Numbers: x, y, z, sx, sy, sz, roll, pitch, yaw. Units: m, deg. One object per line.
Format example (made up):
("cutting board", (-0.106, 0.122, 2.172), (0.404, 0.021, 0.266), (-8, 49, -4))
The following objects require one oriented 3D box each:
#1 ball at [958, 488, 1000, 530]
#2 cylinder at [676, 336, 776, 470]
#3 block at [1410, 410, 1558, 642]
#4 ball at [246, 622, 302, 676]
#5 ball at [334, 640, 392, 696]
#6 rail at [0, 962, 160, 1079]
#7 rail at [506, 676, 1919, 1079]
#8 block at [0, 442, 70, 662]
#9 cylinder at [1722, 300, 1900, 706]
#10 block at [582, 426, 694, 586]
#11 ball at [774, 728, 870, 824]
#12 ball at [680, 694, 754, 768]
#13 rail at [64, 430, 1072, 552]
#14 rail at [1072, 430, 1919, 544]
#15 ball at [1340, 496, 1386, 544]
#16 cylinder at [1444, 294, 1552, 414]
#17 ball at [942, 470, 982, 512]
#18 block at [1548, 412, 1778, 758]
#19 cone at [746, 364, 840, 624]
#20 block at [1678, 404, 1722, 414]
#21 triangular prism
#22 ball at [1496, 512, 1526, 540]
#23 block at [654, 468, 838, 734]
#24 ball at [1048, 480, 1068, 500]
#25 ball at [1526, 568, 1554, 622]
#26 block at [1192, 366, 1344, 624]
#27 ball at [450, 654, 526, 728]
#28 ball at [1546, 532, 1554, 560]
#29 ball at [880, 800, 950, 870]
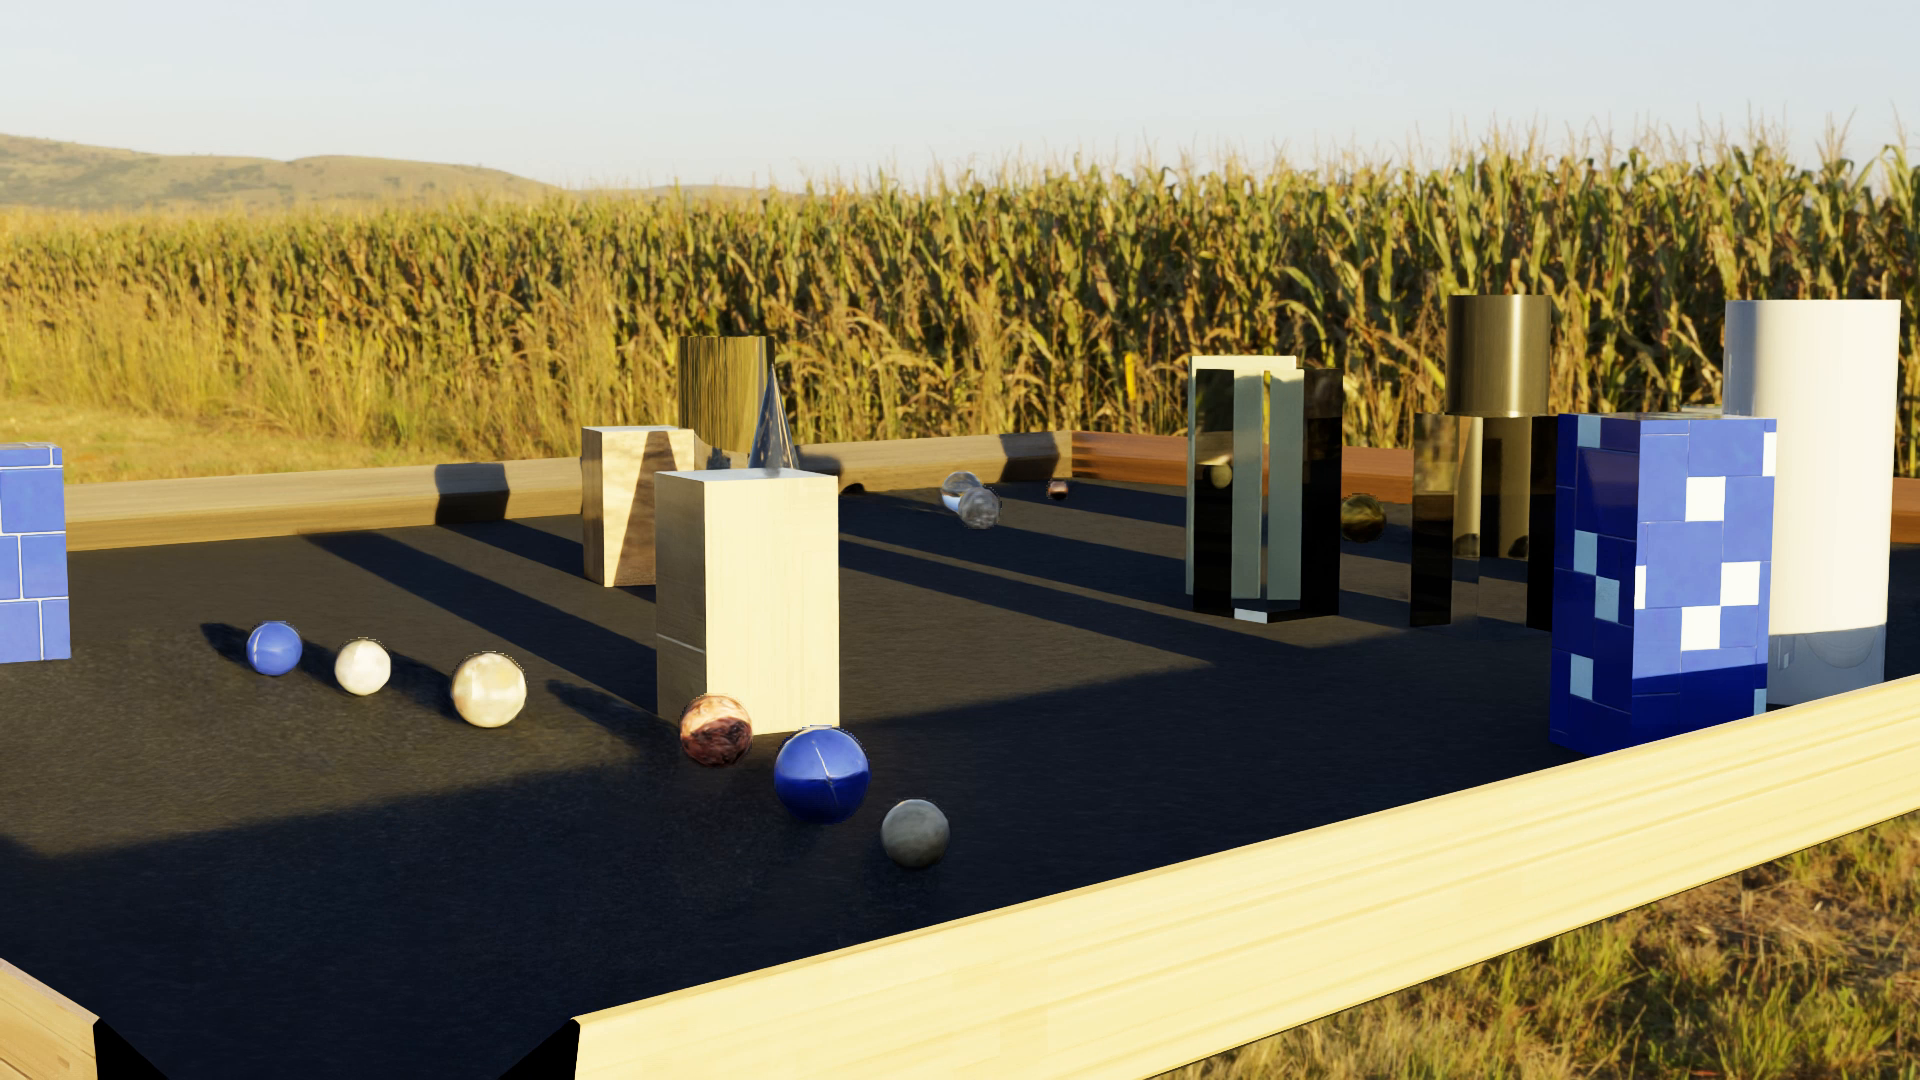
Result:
("ball", (0.039, -0.063, 4.407), (0.084, 0.084, 0.084), (0, 6, 0))
("cylinder", (-0.444, -0.194, 4.196), (0.186, 0.388, 0.186), (0, 6, 0))
("block", (0.726, -0.023, 3.014), (0.149, 0.299, 0.149), (-3, 7, -24))
("ball", (-0.829, 0.132, 2.658), (0.065, 0.065, 0.065), (0, 6, 0))
("ball", (-0.687, 0.147, 2.529), (0.063, 0.063, 0.063), (0, 6, 0))
("rail", (-1.362, 0.164, 2.083), (0.045, 0.121, 3.205), (-6, 8, -42))
("rail", (1.071, 0.154, 2.179), (3.753, 0.121, 0.045), (-6, 8, -42))
("block", (-1.231, 0.014, 2.812), (0.149, 0.267, 0.149), (-3, 7, -28))
("cylinder", (0.969, -0.048, 2.526), (0.186, 0.451, 0.186), (0, 6, 0))
("block", (-0.526, -0.059, 3.592), (0.149, 0.247, 0.149), (-3, 7, -22))
("ball", (-0.120, 0.204, 1.899), (0.083, 0.083, 0.083), (0, 6, 0))
("ball", (-0.236, 0.185, 2.130), (0.071, 0.071, 0.071), (0, 6, 0))
("rail", (-1.071, -0.091, 4.486), (3.753, 0.121, 0.045), (-6, 8, -42))
("rail", (1.362, -0.101, 4.582), (0.045, 0.121, 3.205), (-6, 8, -42))
("ball", (0.759, -0.039, 4.154), (0.090, 0.090, 0.090), (0, 6, 0))
("cylinder", (0.983, -0.215, 4.036), (0.186, 0.465, 0.186), (0, 6, 0))
("ball", (0.005, -0.104, 4.754), (0.091, 0.091, 0.091), (0, 6, 0))
("block", (0.697, 0.045, 2.192), (0.149, 0.337, 0.149), (-2, 6, -15))
("cone", (-0.262, -0.066, 3.090), (0.186, 0.368, 0.186), (0, 6, 0))
("block", (1.154, -0.052, 3.302), (0.149, 0.296, 0.149), (2, 6, 15))
("triangular prism", (0.435, -0.106, 3.465), (0.161, 0.369, 0.140), (0, 6, 1))
("ball", (1.042, -0.026, 4.161), (0.053, 0.053, 0.053), (0, 6, 0))
("block", (-0.230, 0.063, 2.357), (0.149, 0.267, 0.149), (-3, 7, -28))
("ball", (0.227, -0.114, 5.068), (0.046, 0.046, 0.046), (0, 6, 0))
("ball", (0.841, 0.078, 3.114), (0.076, 0.076, 0.076), (0, 6, 0))
("block", (0.445, -0.070, 3.186), (0.149, 0.356, 0.149), (-5, 8, -38))
("ball", (-0.500, 0.160, 2.332), (0.078, 0.078, 0.078), (0, 6, 0))
("ball", (1.052, 0.010, 3.832), (0.060, 0.060, 0.060), (0, 6, 0))
("ball", (-0.035, 0.234, 1.747), (0.055, 0.055, 0.055), (0, 6, 0))
